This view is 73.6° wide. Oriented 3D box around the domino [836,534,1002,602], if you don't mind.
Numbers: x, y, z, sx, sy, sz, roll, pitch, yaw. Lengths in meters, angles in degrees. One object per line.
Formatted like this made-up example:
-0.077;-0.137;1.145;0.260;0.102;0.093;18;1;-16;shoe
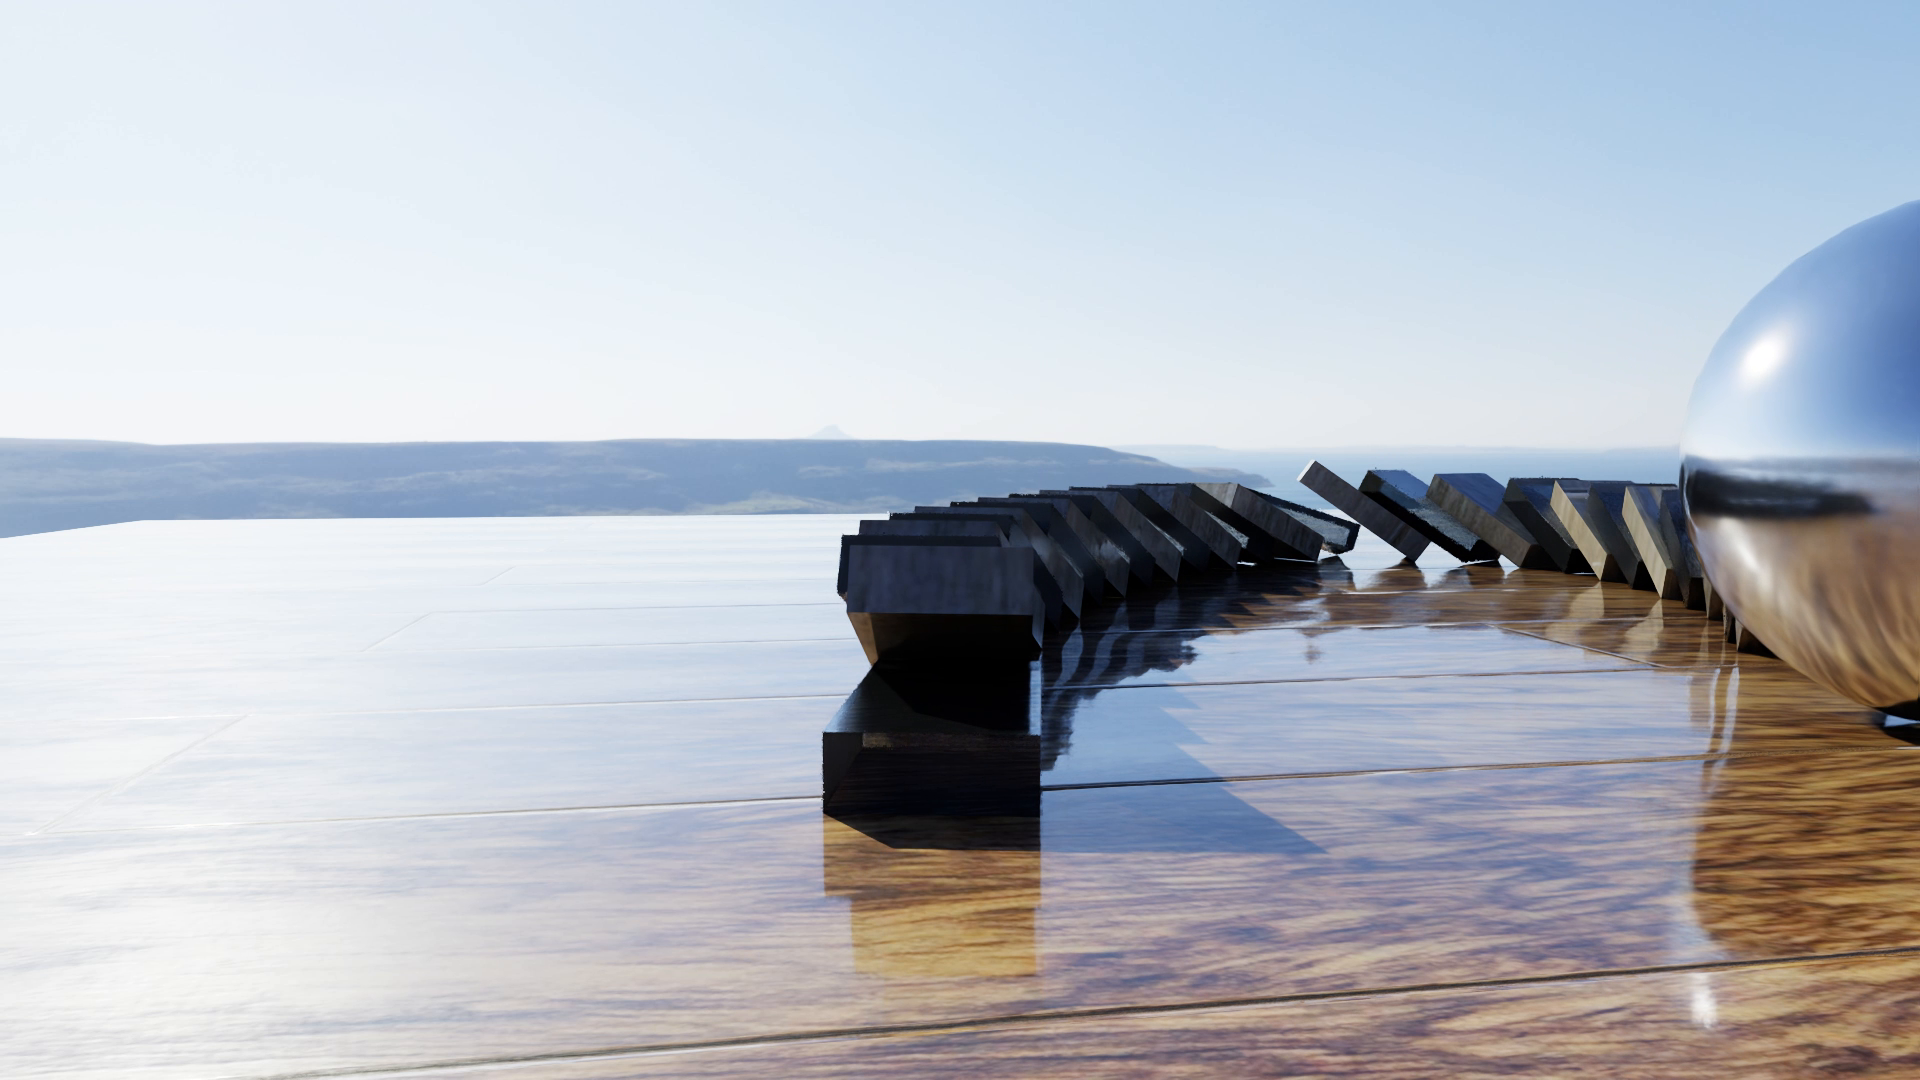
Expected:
-0.003;0.012;0.223;0.025;0.009;0.050;1;-18;10;domino

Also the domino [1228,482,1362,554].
0.122;-0.008;0.481;0.050;0.009;0.025;18;-4;5;domino

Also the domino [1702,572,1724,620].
0.201;0.003;0.323;0.025;0.009;0.050;2;32;25;domino

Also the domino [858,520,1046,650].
0.000;0.009;0.248;0.025;0.009;0.050;1;-20;15;domino

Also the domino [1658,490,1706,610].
0.206;0.002;0.345;0.025;0.009;0.050;2;29;19;domino

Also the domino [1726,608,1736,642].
0.182;0.000;0.281;0.025;0.050;0.010;2;-40;25;domino

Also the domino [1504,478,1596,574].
0.210;-0.006;0.440;0.025;0.010;0.050;0;30;-3;domino

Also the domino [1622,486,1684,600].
0.210;0.000;0.369;0.025;0.010;0.050;1;29;14;domino

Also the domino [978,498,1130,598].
0.025;0.003;0.340;0.025;0.009;0.050;2;-19;26;domino

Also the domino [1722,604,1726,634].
0.188;-0.001;0.293;0.025;0.050;0.010;2;-40;25;domino

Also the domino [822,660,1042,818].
-0.002;0.025;0.172;0.025;0.009;0.050;0;4;4;domino

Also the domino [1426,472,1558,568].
0.195;-0.008;0.462;0.025;0.010;0.050;-2;32;-24;domino

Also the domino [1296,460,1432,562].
0.149;-0.011;0.475;0.050;0.009;0.025;36;11;8;domino

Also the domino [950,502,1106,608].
0.017;0.004;0.317;0.025;0.010;0.050;2;-19;22;domino

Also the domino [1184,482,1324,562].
0.104;-0.006;0.459;0.050;0.009;0.025;26;-12;-34;domino

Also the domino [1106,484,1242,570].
0.070;-0.004;0.423;0.025;0.009;0.050;3;-19;39;domino

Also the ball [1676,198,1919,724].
0.152;-0.012;0.189;0.080;0.080;0.080;0;4;0;ball

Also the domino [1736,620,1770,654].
0.177;0.001;0.269;0.025;0.050;0.009;2;-40;25;domino

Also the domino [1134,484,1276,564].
0.084;-0.005;0.444;0.050;0.010;0.025;28;-16;-38;domino

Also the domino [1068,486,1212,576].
0.057;-0.002;0.405;0.025;0.009;0.050;3;-19;39;domino

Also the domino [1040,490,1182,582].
0.045;-0.001;0.384;0.025;0.010;0.050;3;-19;33;domino

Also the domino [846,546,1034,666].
-0.002;0.013;0.196;0.025;0.009;0.050;1;-19;3;domino

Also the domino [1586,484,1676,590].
0.213;-0.002;0.393;0.025;0.010;0.050;1;30;9;domino

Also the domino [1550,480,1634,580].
0.213;-0.004;0.417;0.025;0.009;0.050;1;30;5;domino

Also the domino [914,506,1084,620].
0.010;0.006;0.295;0.025;0.009;0.050;2;-19;22;domino

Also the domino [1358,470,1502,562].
0.176;-0.010;0.478;0.025;0.009;0.050;-2;33;-40;domino

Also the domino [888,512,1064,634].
0.004;0.008;0.271;0.025;0.009;0.050;1;-19;17;domino

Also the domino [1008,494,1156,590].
0.035;0.001;0.362;0.025;0.009;0.050;2;-19;29;domino
